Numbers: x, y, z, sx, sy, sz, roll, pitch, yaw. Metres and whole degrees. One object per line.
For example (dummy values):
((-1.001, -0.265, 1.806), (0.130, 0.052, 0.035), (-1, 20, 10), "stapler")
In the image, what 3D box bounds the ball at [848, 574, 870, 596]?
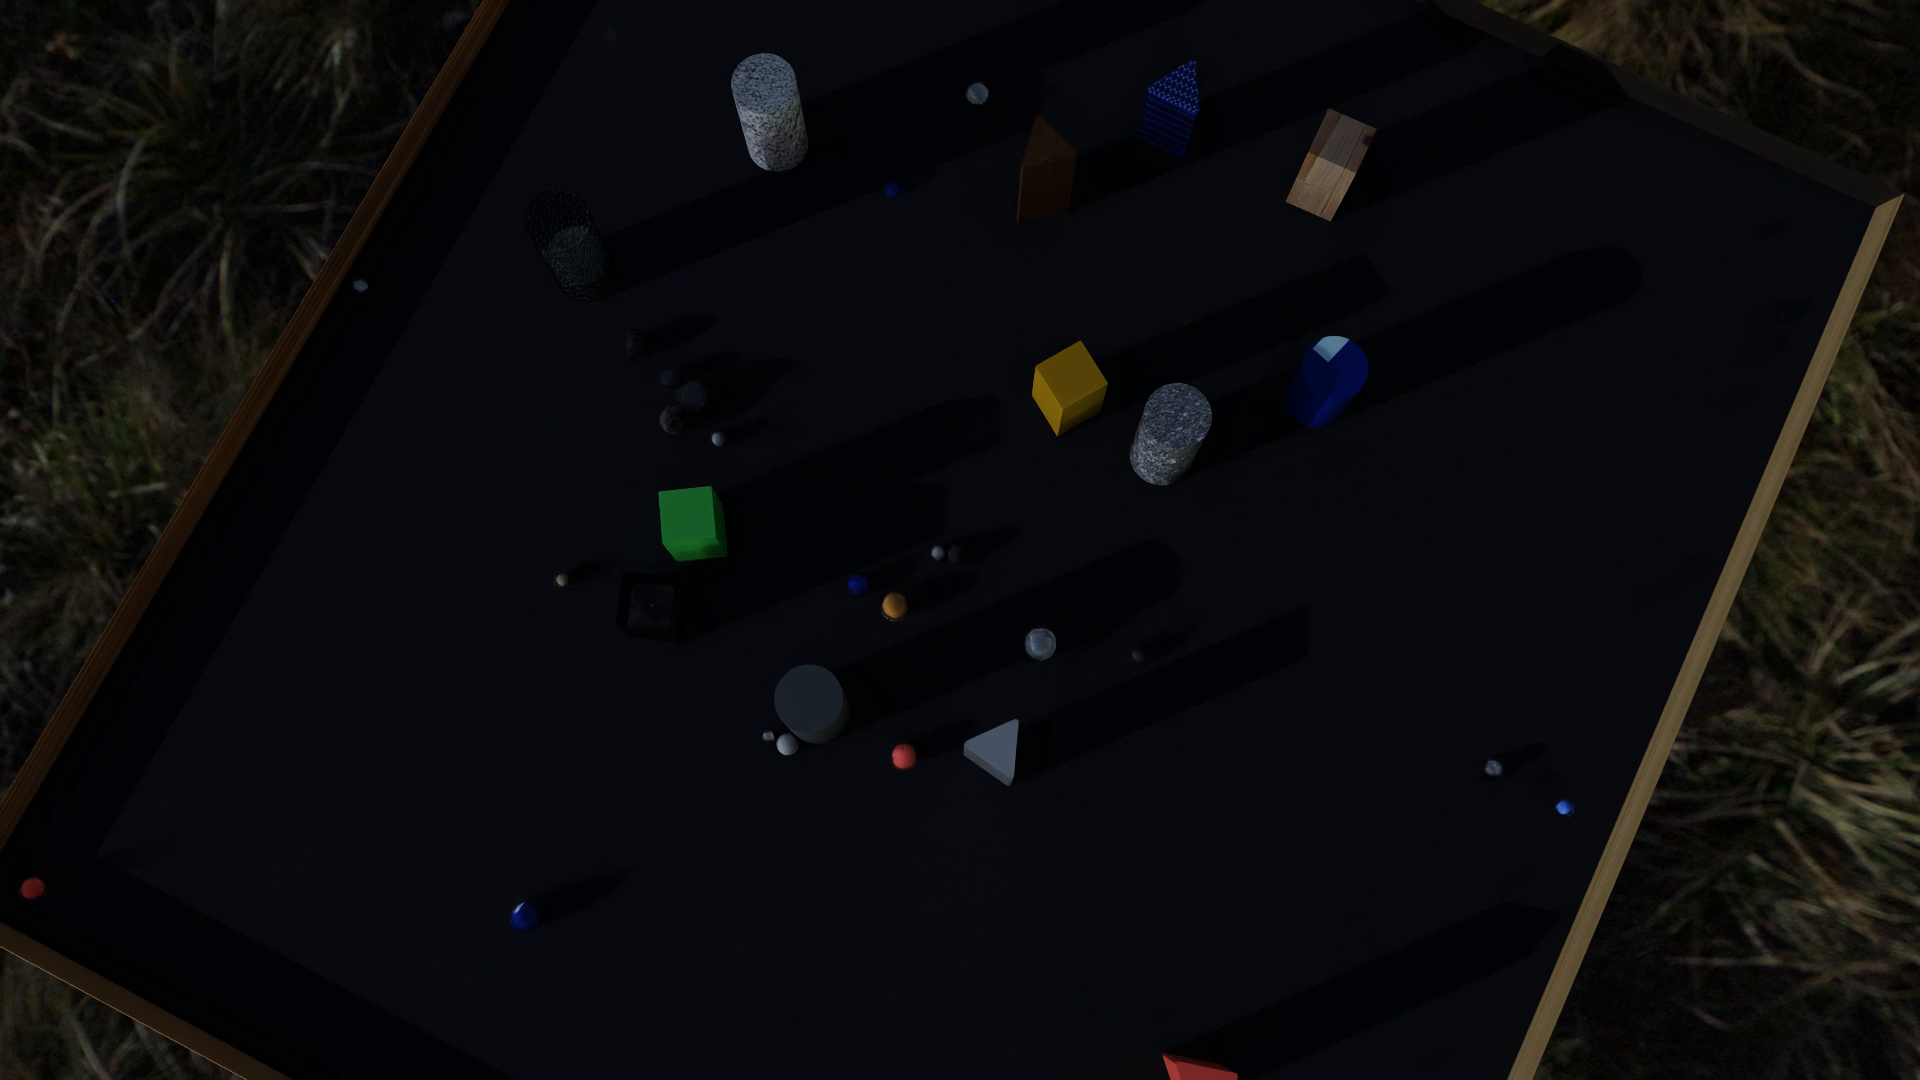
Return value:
((-0.307, 0.135, 5.556), (0.065, 0.065, 0.065), (0, 78, 0), "ball")

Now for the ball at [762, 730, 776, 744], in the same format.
((-0.573, 0.588, 5.474), (0.040, 0.040, 0.040), (0, 78, 0), "ball")

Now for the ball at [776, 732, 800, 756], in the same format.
((-0.513, 0.607, 5.457), (0.067, 0.067, 0.067), (0, 78, 0), "ball")

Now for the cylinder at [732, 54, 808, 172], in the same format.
((-0.584, -1.316, 5.669), (0.195, 0.431, 0.195), (0, 78, 0), "cylinder")

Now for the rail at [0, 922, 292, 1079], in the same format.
((-1.017, 1.999, 5.137), (4.288, 0.127, 0.045), (26, 80, 5), "rail")

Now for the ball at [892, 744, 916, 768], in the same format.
((-0.166, 0.642, 5.445), (0.075, 0.075, 0.075), (0, 78, 0), "ball")

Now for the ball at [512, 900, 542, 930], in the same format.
((-1.264, 1.096, 5.346), (0.085, 0.085, 0.085), (0, 78, 0), "ball")

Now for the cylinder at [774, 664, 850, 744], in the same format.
((-0.428, 0.482, 5.344), (0.195, 0.338, 0.195), (0, 78, 0), "cylinder")

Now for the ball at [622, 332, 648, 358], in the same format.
((-1.010, -0.610, 5.702), (0.080, 0.080, 0.080), (0, 78, 0), "ball")

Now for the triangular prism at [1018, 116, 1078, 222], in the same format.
((0.247, -1.142, 5.627), (0.169, 0.443, 0.146), (-13, 79, -3), "triangular prism")

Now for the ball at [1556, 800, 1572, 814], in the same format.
((1.791, 0.793, 5.430), (0.043, 0.043, 0.043), (0, 78, 0), "ball")

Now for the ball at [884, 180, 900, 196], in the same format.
((-0.216, -1.116, 5.822), (0.049, 0.049, 0.049), (0, 78, 0), "ball")

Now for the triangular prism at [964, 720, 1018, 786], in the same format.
((0.121, 0.597, 5.340), (0.169, 0.300, 0.146), (35, 80, 7), "triangular prism")

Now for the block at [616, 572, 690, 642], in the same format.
((-0.911, 0.202, 5.440), (0.156, 0.264, 0.156), (6, 78, 1), "block")

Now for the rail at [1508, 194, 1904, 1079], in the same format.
((1.897, 0.935, 5.357), (0.045, 0.127, 4.597), (26, 80, 5), "rail")

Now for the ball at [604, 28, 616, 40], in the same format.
((-1.136, -1.641, 5.936), (0.040, 0.040, 0.040), (0, 78, 0), "ball")

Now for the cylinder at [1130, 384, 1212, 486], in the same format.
((0.622, -0.309, 5.451), (0.195, 0.449, 0.195), (0, 78, 0), "cylinder")

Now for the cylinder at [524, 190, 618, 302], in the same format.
((-1.177, -0.887, 5.570), (0.195, 0.450, 0.195), (0, 78, 0), "cylinder")

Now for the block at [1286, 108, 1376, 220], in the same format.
((1.142, -1.153, 5.658), (0.156, 0.386, 0.156), (25, 79, 5), "block")

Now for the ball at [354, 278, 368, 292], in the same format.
((-1.884, -0.801, 5.762), (0.041, 0.041, 0.041), (0, 78, 0), "ball")

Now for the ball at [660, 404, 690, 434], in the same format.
((-0.877, -0.370, 5.646), (0.093, 0.093, 0.093), (0, 78, 0), "ball")

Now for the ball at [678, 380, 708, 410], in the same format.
((-0.824, -0.446, 5.660), (0.095, 0.095, 0.095), (0, 78, 0), "ball")

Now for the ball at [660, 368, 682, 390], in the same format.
((-0.896, -0.498, 5.684), (0.069, 0.069, 0.069), (0, 78, 0), "ball")

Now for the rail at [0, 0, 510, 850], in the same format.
((-1.897, -0.922, 5.742), (0.045, 0.127, 4.597), (26, 80, 5), "rail")

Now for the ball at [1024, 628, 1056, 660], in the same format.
((0.242, 0.311, 5.502), (0.097, 0.097, 0.097), (0, 78, 0), "ball")

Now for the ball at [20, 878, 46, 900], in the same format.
((-2.718, 1.022, 5.371), (0.066, 0.066, 0.066), (0, 78, 0), "ball")

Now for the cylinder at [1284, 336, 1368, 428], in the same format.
((1.106, -0.476, 5.553), (0.195, 0.317, 0.195), (0, 78, 0), "cylinder")

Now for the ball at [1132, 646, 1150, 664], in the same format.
((0.544, 0.348, 5.518), (0.052, 0.052, 0.052), (0, 78, 0), "ball")

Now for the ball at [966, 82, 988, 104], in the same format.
((0.056, -1.431, 5.877), (0.070, 0.070, 0.070), (0, 78, 0), "ball")

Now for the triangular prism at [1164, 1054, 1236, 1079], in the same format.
((0.643, 1.501, 5.133), (0.146, 0.338, 0.169), (41, 81, 8), "triangular prism")

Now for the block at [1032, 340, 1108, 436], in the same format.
((0.330, -0.456, 5.554), (0.156, 0.308, 0.156), (-30, 80, -6), "block")

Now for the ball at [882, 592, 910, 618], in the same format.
((-0.194, 0.196, 5.535), (0.081, 0.081, 0.081), (0, 78, 0), "ball")

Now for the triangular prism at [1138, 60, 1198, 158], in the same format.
((0.676, -1.357, 5.718), (0.169, 0.352, 0.146), (26, 80, 5), "triangular prism")

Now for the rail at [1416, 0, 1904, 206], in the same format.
((1.017, -1.986, 5.962), (4.288, 0.127, 0.045), (26, 80, 5), "rail")

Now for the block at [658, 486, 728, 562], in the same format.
((-0.796, -0.046, 5.482), (0.156, 0.281, 0.156), (-6, 78, -1), "block")

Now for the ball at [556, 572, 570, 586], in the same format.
((-1.205, 0.121, 5.570), (0.042, 0.042, 0.042), (0, 78, 0), "ball")

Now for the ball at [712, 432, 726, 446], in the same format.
((-0.744, -0.311, 5.658), (0.045, 0.045, 0.045), (0, 78, 0), "ball")

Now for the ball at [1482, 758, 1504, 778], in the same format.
((1.584, 0.678, 5.444), (0.063, 0.063, 0.063), (0, 78, 0), "ball")

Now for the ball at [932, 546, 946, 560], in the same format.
((-0.066, 0.039, 5.587), (0.043, 0.043, 0.043), (0, 78, 0), "ball")

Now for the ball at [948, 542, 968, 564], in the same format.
((-0.007, 0.039, 5.576), (0.064, 0.064, 0.064), (0, 78, 0), "ball")
